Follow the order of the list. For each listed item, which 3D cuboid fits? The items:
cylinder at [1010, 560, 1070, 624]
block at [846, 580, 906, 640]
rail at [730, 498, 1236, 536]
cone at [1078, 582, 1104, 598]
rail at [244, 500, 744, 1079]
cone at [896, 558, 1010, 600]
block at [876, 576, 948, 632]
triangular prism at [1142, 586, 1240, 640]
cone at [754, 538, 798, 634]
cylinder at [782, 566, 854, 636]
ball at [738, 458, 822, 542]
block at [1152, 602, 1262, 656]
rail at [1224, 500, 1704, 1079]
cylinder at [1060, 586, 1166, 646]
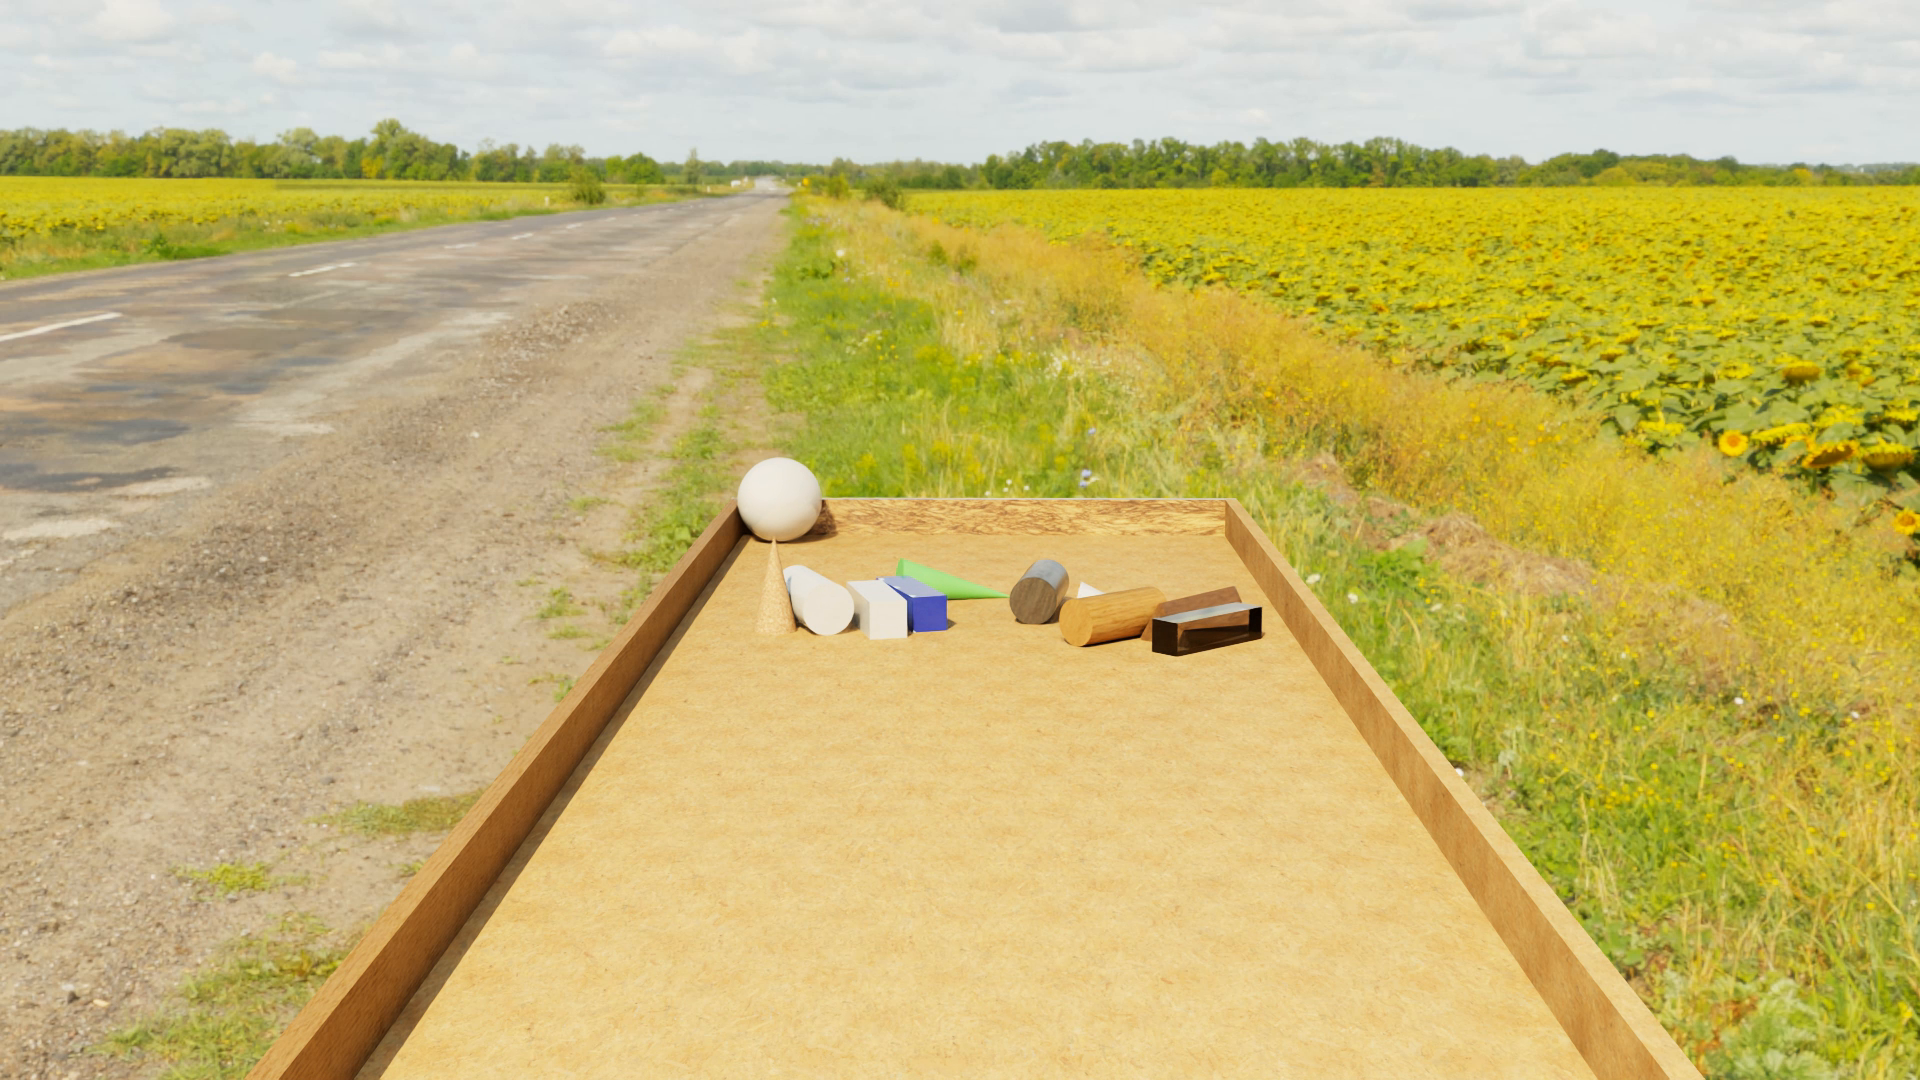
[{"bbox_3d":[0.270,0.172,7.416,0.157,0.157,0.373,1,9,9],"label":"cylinder"},{"bbox_3d":[-0.275,0.226,7.197,0.121,0.121,0.388,-2,9,-14],"label":"block"},{"bbox_3d":[0.099,-0.098,9.147,2.100,0.150,0.050,0,9,1],"label":"rail"},{"bbox_3d":[0.536,0.247,7.217,0.321,0.150,0.150,14,10,3],"label":"cone"},{"bbox_3d":[-1.004,0.839,3.234,0.050,0.150,12.000,0,9,1],"label":"rail"},{"bbox_3d":[-0.012,0.170,7.695,0.418,0.152,0.152,9,7,-12],"label":"cone"},{"bbox_3d":[-0.164,0.210,7.311,0.116,0.116,0.400,-3,10,-19],"label":"block"},{"bbox_3d":[0.766,0.237,7.095,0.144,0.125,0.412,8,12,41],"label":"triangular prism"},{"bbox_3d":[-0.601,0.139,7.126,0.143,0.316,0.143,0,9,0],"label":"cone"},{"bbox_3d":[-0.485,0.196,7.229,0.172,0.172,0.364,-3,10,-20],"label":"cylinder"},{"bbox_3d":[-0.733,-0.163,8.939,0.346,0.346,0.346,0,9,0],"label":"ball"},{"bbox_3d":[0.779,0.279,6.911,0.405,0.105,0.105,-8,12,-42],"label":"block"},{"bbox_3d":[1.046,0.843,3.208,0.050,0.150,12.000,0,9,1],"label":"rail"},{"bbox_3d":[0.492,0.242,7.003,0.342,0.150,0.150,-8,12,-40],"label":"cylinder"}]
